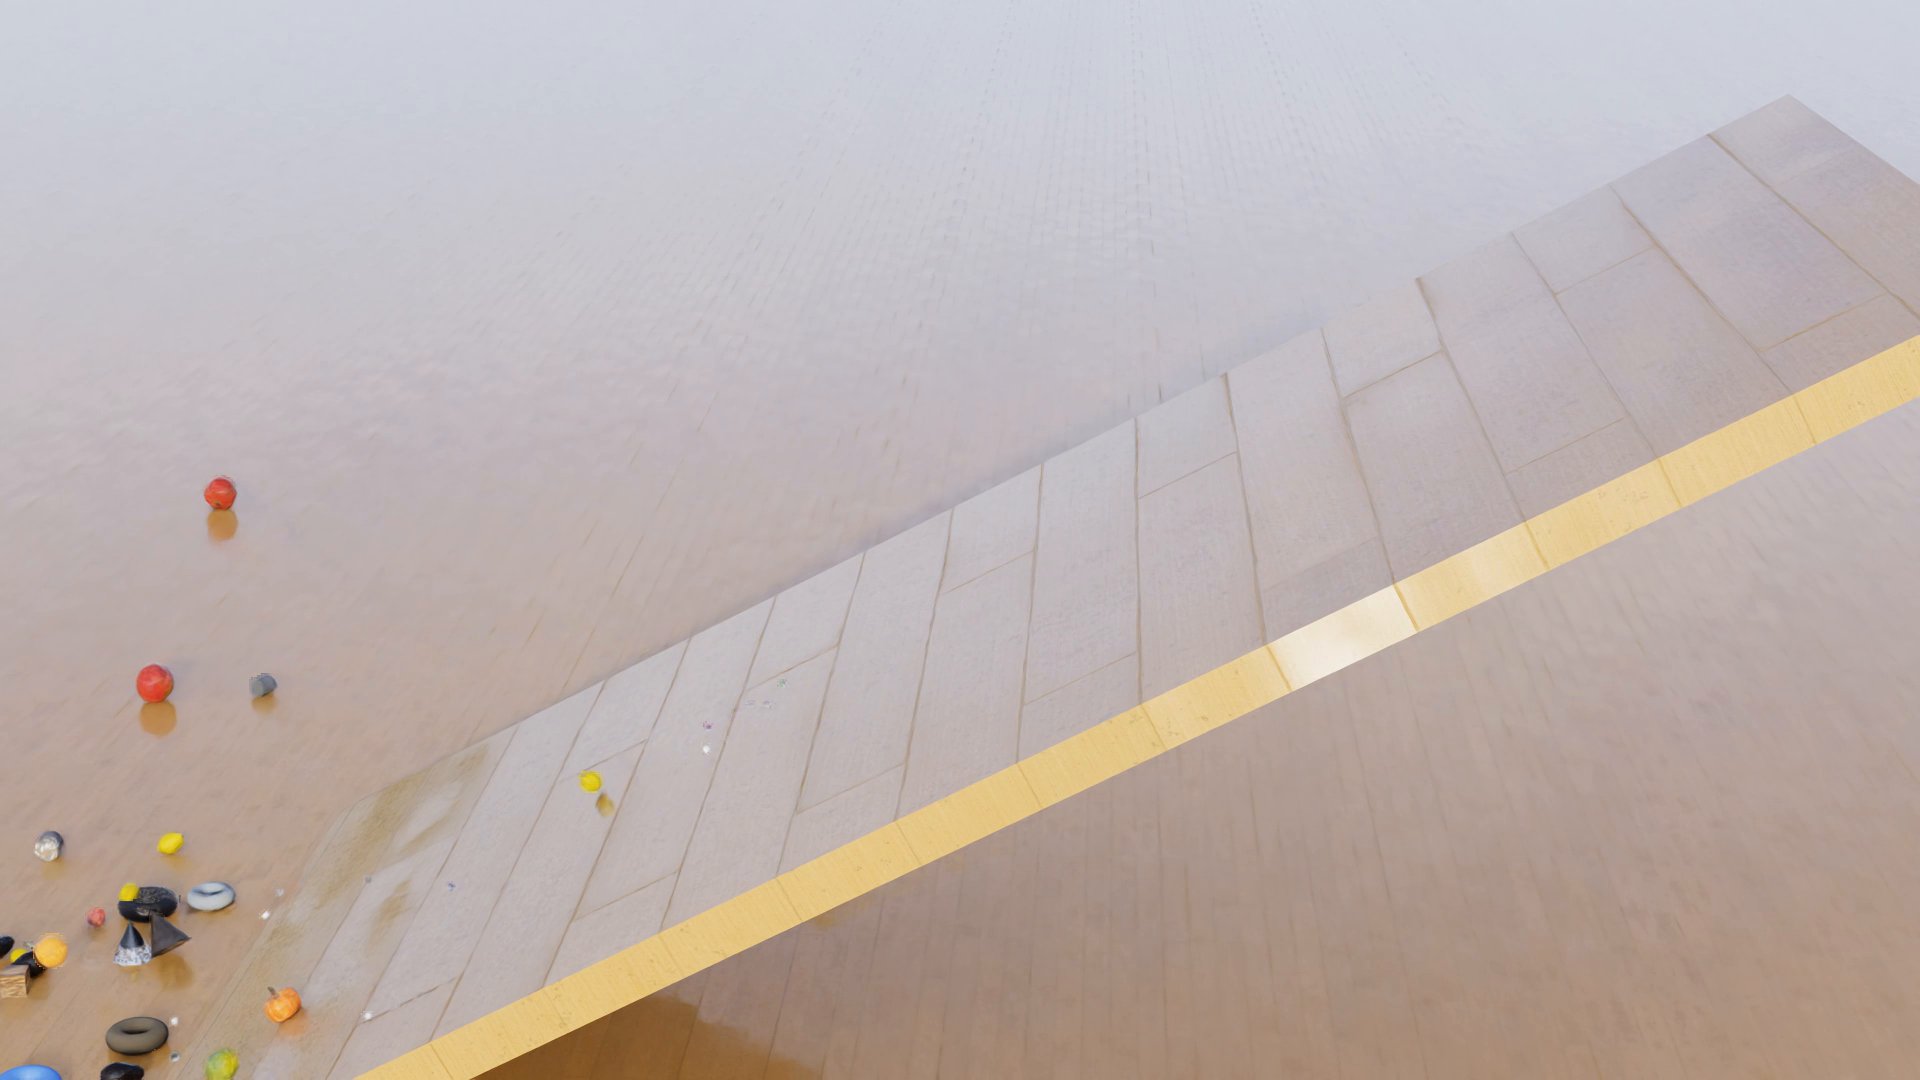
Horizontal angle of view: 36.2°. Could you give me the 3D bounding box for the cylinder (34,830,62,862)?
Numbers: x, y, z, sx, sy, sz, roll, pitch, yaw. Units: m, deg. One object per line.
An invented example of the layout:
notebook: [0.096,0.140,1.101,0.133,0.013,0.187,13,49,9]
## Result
cylinder: [-2.328,0.782,7.516,0.059,0.059,0.059,-1,17,-5]

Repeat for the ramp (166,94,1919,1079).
ramp: [0.141,0.167,6.281,4.000,0.100,2.000,-26,14,11]

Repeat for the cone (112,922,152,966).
cone: [-1.955,0.941,6.941,0.096,0.096,0.096,0,17,0]

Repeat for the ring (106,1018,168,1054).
ring: [-1.824,1.099,6.520,0.135,0.045,0.135,1,16,0]

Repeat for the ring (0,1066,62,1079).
ring: [-1.994,1.170,6.287,0.145,0.048,0.145,1,18,0]

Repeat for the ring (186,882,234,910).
ring: [-1.846,0.878,7.244,0.116,0.039,0.116,1,18,0]

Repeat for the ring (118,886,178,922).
ring: [-1.985,0.890,7.187,0.143,0.048,0.143,1,18,0]

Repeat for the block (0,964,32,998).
block: [-2.174,1.016,6.771,0.055,0.055,0.055,-2,17,-6]

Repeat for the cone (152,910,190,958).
cone: [-1.884,0.919,6.940,0.100,0.100,0.100,-28,-6,-3]
